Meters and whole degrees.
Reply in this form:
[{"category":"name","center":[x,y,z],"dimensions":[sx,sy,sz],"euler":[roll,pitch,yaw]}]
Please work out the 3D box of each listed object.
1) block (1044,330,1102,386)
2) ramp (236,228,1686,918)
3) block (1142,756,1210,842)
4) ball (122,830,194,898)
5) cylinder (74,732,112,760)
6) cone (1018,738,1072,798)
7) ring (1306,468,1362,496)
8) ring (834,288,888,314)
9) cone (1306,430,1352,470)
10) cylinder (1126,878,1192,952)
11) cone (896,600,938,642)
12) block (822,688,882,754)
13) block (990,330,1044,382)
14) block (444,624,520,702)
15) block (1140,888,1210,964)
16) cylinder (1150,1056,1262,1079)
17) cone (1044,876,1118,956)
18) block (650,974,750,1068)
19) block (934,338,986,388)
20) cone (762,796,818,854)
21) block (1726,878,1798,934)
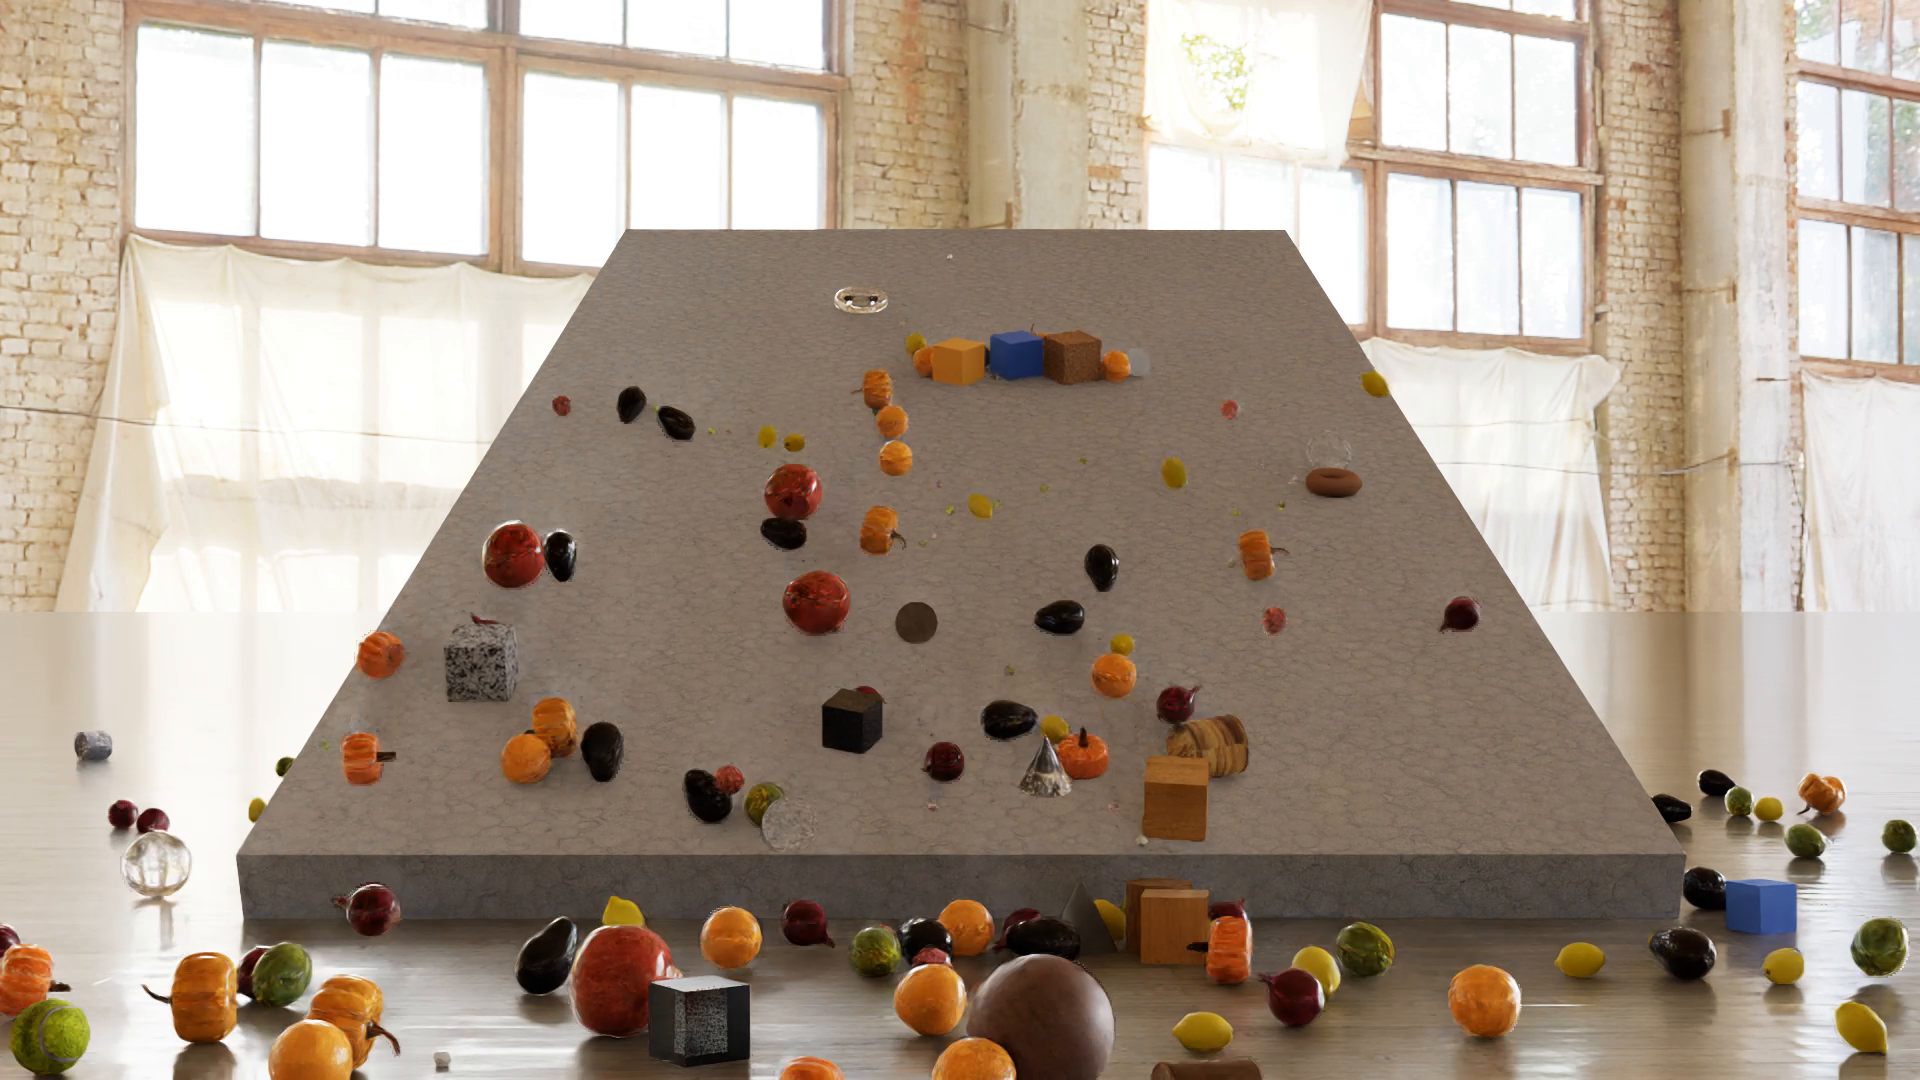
[{"category":"block","center":[0.264,-0.428,5.333],"dimensions":[0.099,0.099,0.099],"euler":[-10,23,-26]},{"category":"ramp","center":[-0.005,-0.208,5.021],"dimensions":[2.000,0.100,4.000],"euler":[0,20,0]},{"category":"block","center":[0.305,0.363,3.193],"dimensions":[0.087,0.087,0.087],"euler":[3,20,8]},{"category":"ball","center":[-1.198,0.484,3.389],"dimensions":[0.099,0.099,0.099],"euler":[0,-2,0]},{"category":"cylinder","center":[-2.456,0.584,6.431],"dimensions":[0.073,0.073,0.073],"euler":[-1,-2,36]},{"category":"cone","center":[0.125,0.323,3.312],"dimensions":[0.080,0.080,0.080],"euler":[0,20,0]},{"category":"ring","center":[0.755,-0.116,4.576],"dimensions":[0.111,0.037,0.111],"euler":[1,19,0]},{"category":"ring","center":[-0.260,-0.630,5.957],"dimensions":[0.143,0.048,0.143],"euler":[1,20,0]},{"category":"cone","center":[0.754,-0.174,4.723],"dimensions":[0.096,0.096,0.096],"euler":[0,-7,-8]},{"category":"cylinder","center":[0.253,0.477,2.886],"dimensions":[0.084,0.084,0.084],"euler":[0,-2,0]},{"category":"cone","center":[-0.069,0.144,3.868],"dimensions":[0.072,0.072,0.072],"euler":[0,-13,4]},{"category":"block","center":[-0.164,0.276,3.455],"dimensions":[0.069,0.069,0.069],"euler":[9,22,22]},{"category":"block","center":[0.133,-0.436,5.366],"dimensions":[0.091,0.091,0.091],"euler":[-11,23,-29]},{"category":"block","center":[-0.764,0.197,3.628],"dimensions":[0.096,0.096,0.096],"euler":[0,20,0]},{"category":"block","center":[0.266,0.477,2.801],"dimensions":[0.080,0.080,0.080],"euler":[0,-2,9]},{"category":"cylinder","center":[0.197,0.452,1.810],"dimensions":[0.073,0.073,0.073],"euler":[-2,-1,-17]},{"category":"cone","center":[0.154,0.473,2.875],"dimensions":[0.093,0.093,0.093],"euler":[0,-2,0]},{"category":"block","center":[-0.252,0.464,2.192],"dimensions":[0.071,0.071,0.071],"euler":[1,-2,-36]},{"category":"block","center":[-0.002,-0.417,5.321],"dimensions":[0.087,0.087,0.087],"euler":[15,25,34]},{"category":"cone","center":[-0.242,0.398,3.171],"dimensions":[0.078,0.078,0.078],"euler":[0,-7,-10]},{"category":"block","center":[1.076,0.492,3.048],"dimensions":[0.064,0.064,0.064],"euler":[1,-2,-24]}]
